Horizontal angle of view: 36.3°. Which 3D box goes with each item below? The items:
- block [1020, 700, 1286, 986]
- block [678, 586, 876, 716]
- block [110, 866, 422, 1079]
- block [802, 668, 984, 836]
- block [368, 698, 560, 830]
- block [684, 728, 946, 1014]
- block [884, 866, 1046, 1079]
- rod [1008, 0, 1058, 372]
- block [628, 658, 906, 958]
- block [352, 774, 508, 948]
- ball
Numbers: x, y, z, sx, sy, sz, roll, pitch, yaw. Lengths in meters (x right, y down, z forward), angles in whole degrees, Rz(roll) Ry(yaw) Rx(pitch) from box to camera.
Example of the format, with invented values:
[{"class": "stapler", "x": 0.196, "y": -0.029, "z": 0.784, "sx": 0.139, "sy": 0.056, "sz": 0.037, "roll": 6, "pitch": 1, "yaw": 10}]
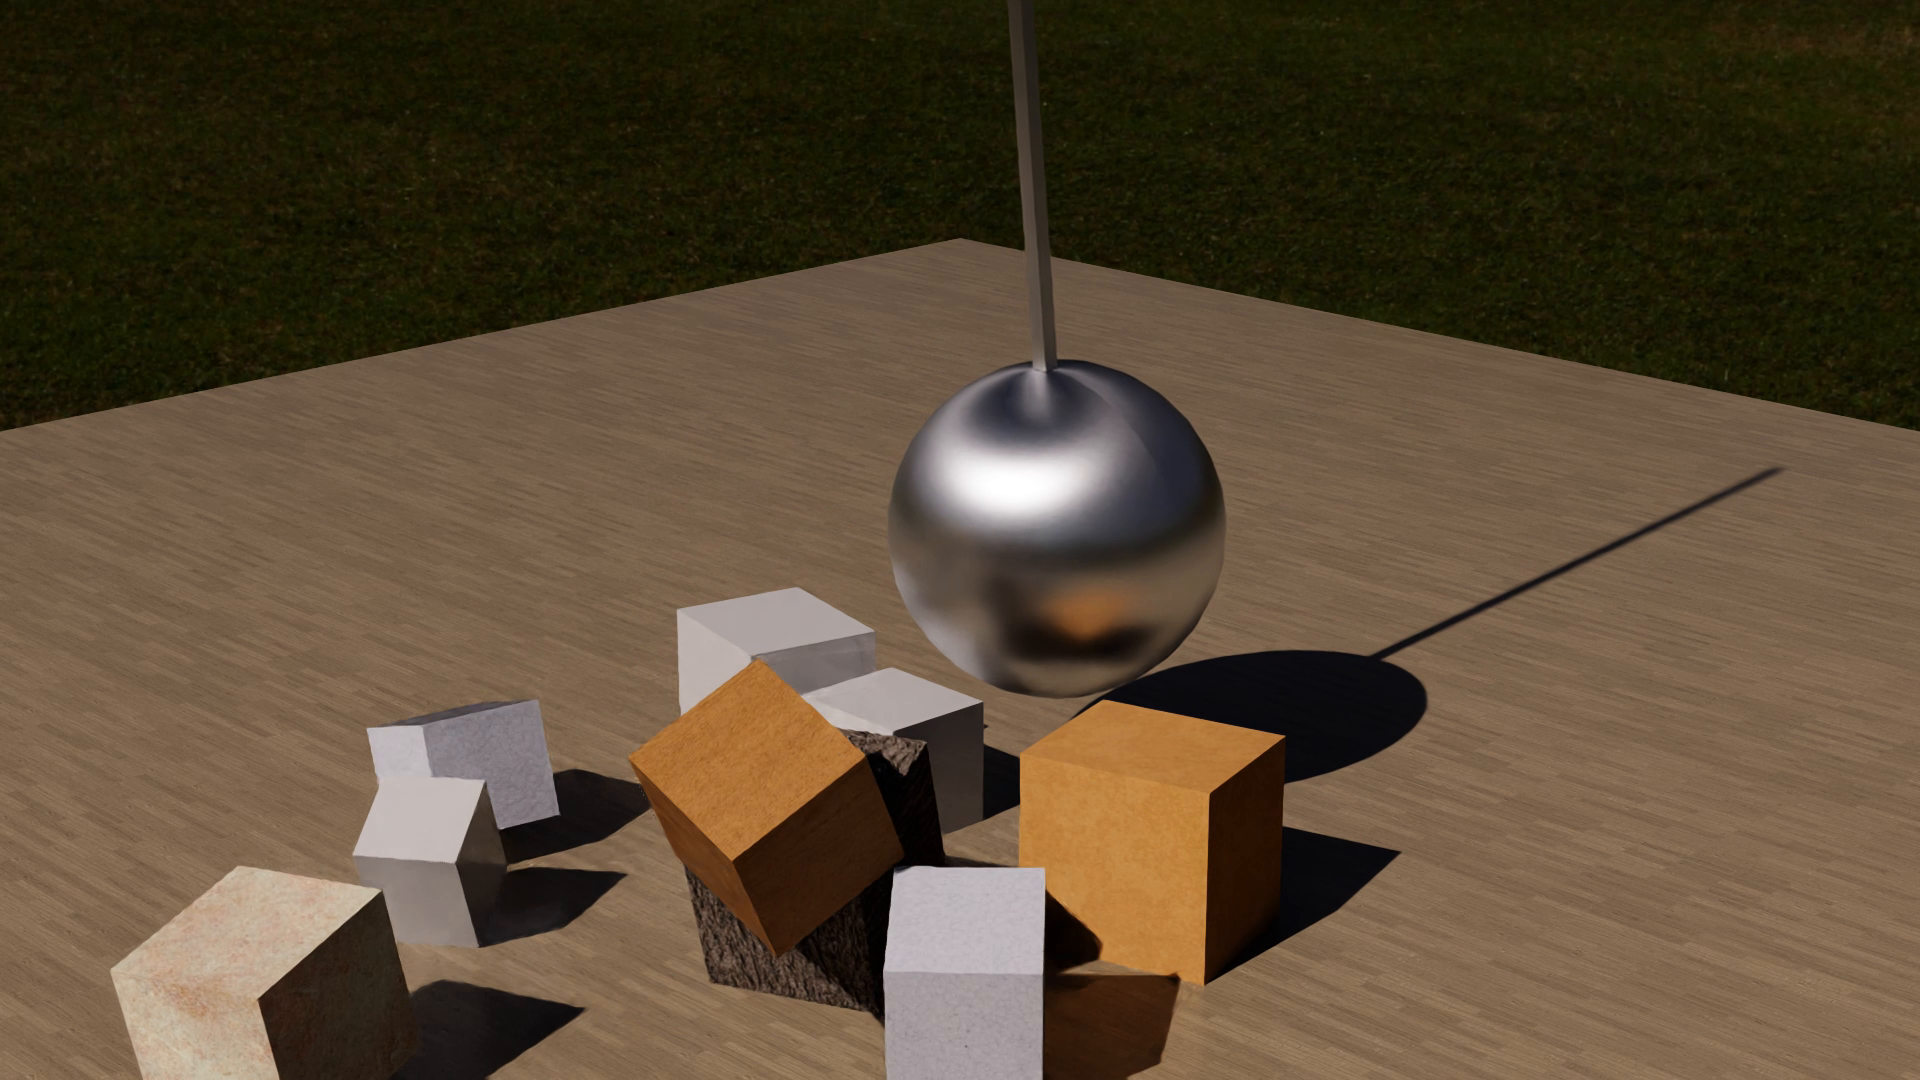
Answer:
[{"class": "block", "x": 0.836, "y": 1.297, "z": 12.761, "sx": 0.895, "sy": 0.873, "sz": 0.759, "roll": 10, "pitch": 20, "yaw": 29}, {"class": "block", "x": -0.918, "y": 0.757, "z": 14.677, "sx": 0.687, "sy": 0.754, "sz": 0.808, "roll": -10, "pitch": 20, "yaw": -30}, {"class": "block", "x": -2.632, "y": 1.789, "z": 11.182, "sx": 0.706, "sy": 0.721, "sz": 0.752, "roll": 5, "pitch": 28, "yaw": 27}, {"class": "block", "x": -0.321, "y": 1.042, "z": 14.013, "sx": 0.572, "sy": 0.610, "sz": 0.656, "roll": -16, "pitch": 23, "yaw": -41}, {"class": "block", "x": -2.323, "y": 1.078, "z": 13.695, "sx": 0.586, "sy": 0.547, "sz": 0.662, "roll": -12, "pitch": 2, "yaw": -33}, {"class": "block", "x": -0.598, "y": 1.355, "z": 12.313, "sx": 0.791, "sy": 0.832, "sz": 0.783, "roll": 7, "pitch": 37, "yaw": 22}, {"class": "block", "x": 0.028, "y": 1.752, "z": 11.432, "sx": 0.598, "sy": 0.679, "sz": 0.677, "roll": 1, "pitch": 29, "yaw": 2}, {"class": "rod", "x": 0.197, "y": -3.201, "z": 12.542, "sx": 0.080, "sy": 5.200, "sz": 0.080, "roll": 17, "pitch": 30, "yaw": 42}, {"class": "block", "x": -0.751, "y": 1.046, "z": 11.479, "sx": 0.651, "sy": 0.672, "sz": 0.713, "roll": -37, "pitch": 50, "yaw": -17}, {"class": "block", "x": -2.293, "y": 1.392, "z": 12.729, "sx": 0.454, "sy": 0.560, "sz": 0.474, "roll": 3, "pitch": 43, "yaw": 9}, {"class": "ball", "x": 0.455, "y": -0.053, "z": 13.802, "sx": 1.600, "sy": 1.600, "sz": 1.600, "roll": 0, "pitch": 17, "yaw": 0}]
